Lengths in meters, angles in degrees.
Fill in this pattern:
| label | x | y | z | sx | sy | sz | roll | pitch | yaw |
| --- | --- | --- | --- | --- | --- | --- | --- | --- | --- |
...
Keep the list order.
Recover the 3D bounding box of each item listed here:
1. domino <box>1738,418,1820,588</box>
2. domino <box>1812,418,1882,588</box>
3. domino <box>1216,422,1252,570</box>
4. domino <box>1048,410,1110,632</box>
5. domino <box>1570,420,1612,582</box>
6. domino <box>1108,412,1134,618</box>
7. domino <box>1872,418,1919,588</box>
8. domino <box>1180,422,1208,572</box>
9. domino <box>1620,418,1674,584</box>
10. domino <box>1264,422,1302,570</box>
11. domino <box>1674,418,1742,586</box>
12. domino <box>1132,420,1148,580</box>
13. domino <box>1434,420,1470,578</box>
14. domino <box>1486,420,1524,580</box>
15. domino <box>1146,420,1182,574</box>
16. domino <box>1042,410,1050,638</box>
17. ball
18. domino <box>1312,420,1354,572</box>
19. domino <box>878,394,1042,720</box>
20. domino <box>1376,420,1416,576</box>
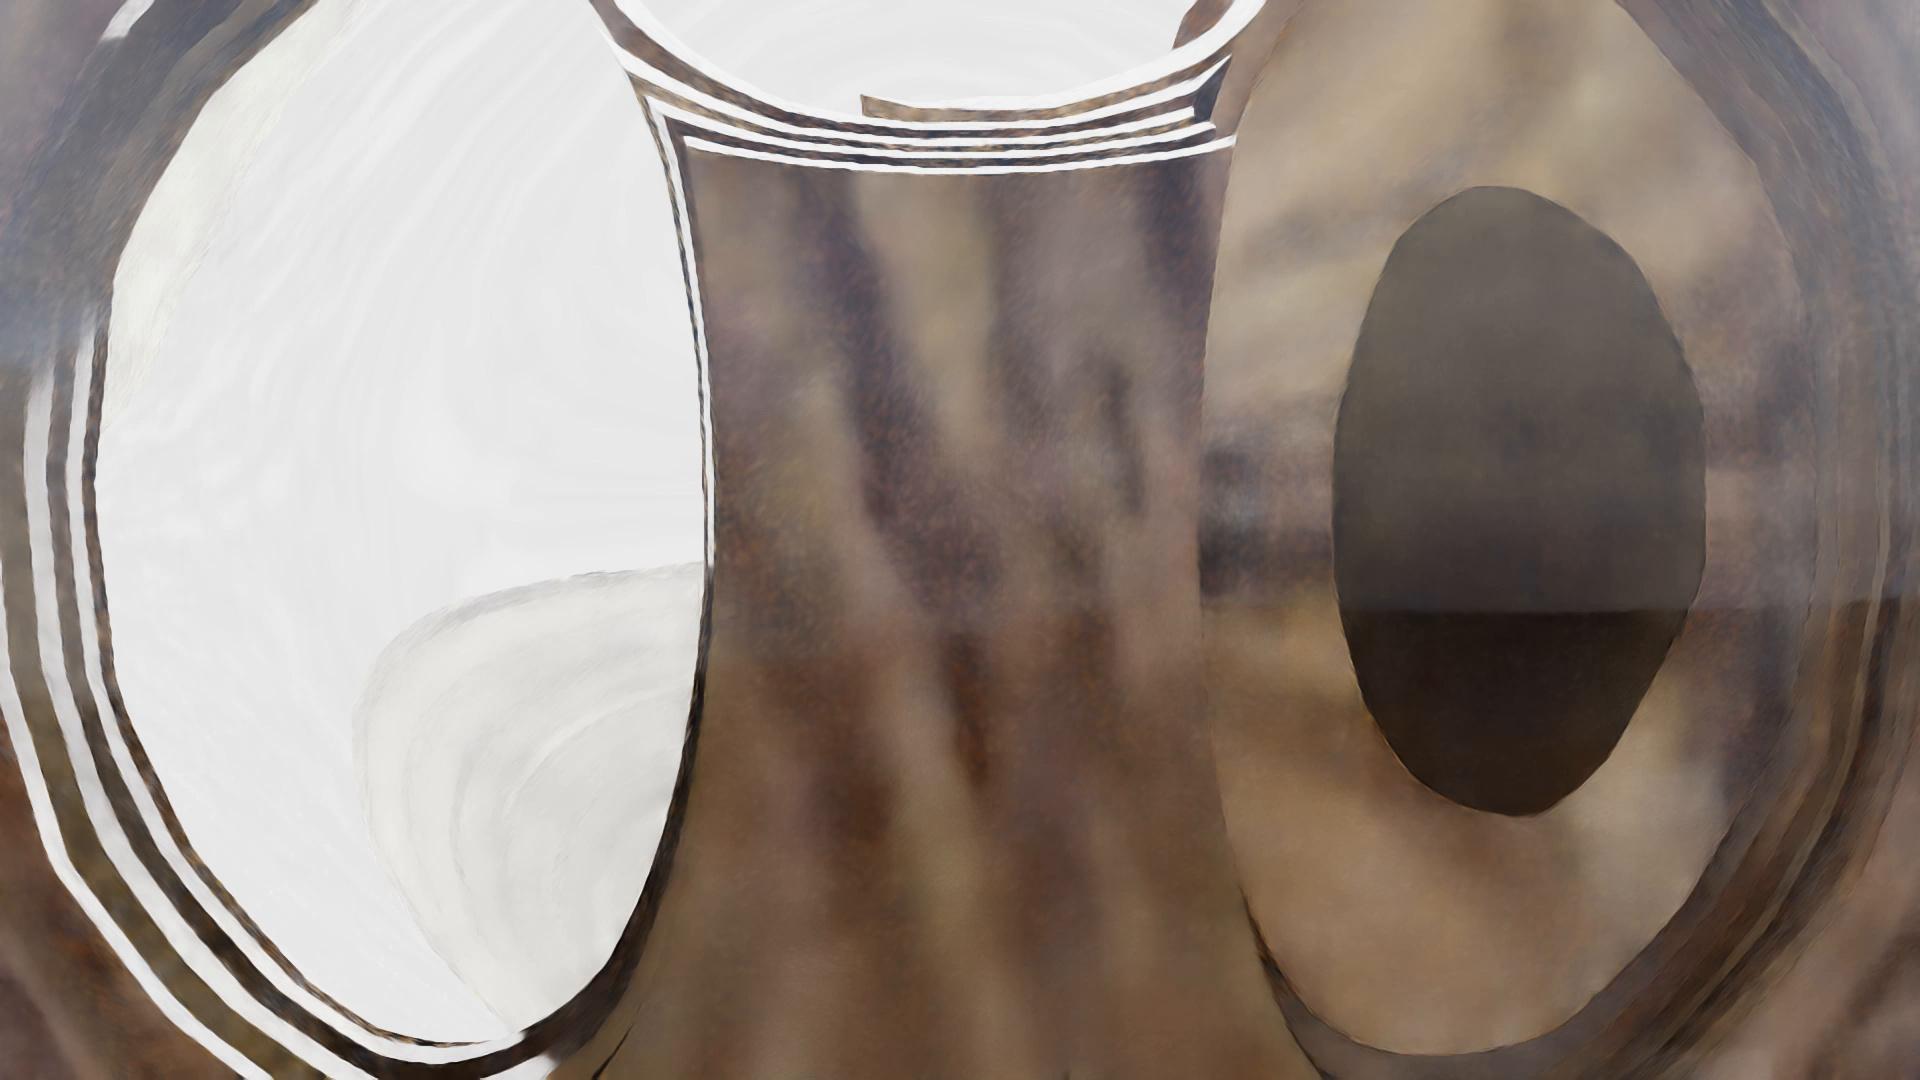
| label | x | y | z | sx | sy | sz | roll | pitch | yaw |
| --- | --- | --- | --- | --- | --- | --- | --- | --- | --- |
| domino | 0.249 | -0.012 | 0.391 | 0.010 | 0.050 | 0.025 | 1 | 4 | 8 |
| domino | 0.265 | -0.012 | 0.389 | 0.009 | 0.050 | 0.025 | 0 | 4 | 1 |
| domino | 0.095 | -0.016 | 0.446 | 0.009 | 0.050 | 0.025 | 1 | 4 | 8 |
| domino | 0.022 | -0.005 | 0.300 | 0.025 | 0.050 | 0.010 | 4 | 6 | 44 |
| domino | 0.199 | -0.013 | 0.405 | 0.009 | 0.050 | 0.025 | 2 | 5 | 23 |
| domino | 0.030 | -0.006 | 0.318 | 0.025 | 0.050 | 0.009 | 1 | 4 | 8 |
| domino | 0.282 | -0.012 | 0.390 | 0.009 | 0.050 | 0.025 | -1 | 4 | -7 |
| domino | 0.072 | -0.015 | 0.441 | 0.009 | 0.050 | 0.025 | -3 | 5 | -36 |
| domino | 0.214 | -0.012 | 0.400 | 0.009 | 0.050 | 0.025 | 2 | 5 | 21 |
| domino | 0.112 | -0.016 | 0.442 | 0.010 | 0.050 | 0.025 | 2 | 5 | 19 |
| domino | 0.230 | -0.012 | 0.394 | 0.010 | 0.050 | 0.025 | 1 | 4 | 14 |
| domino | 0.046 | -0.013 | 0.410 | 0.025 | 0.050 | 0.009 | 3 | 5 | 32 |
| domino | 0.162 | -0.014 | 0.421 | 0.009 | 0.050 | 0.025 | 2 | 5 | 21 |
| domino | 0.177 | -0.014 | 0.415 | 0.010 | 0.050 | 0.025 | 2 | 5 | 23 |
| domino | 0.061 | -0.015 | 0.429 | 0.025 | 0.050 | 0.009 | 4 | 6 | 39 |
| domino | 0.007 | -0.004 | 0.287 | 0.025 | 0.050 | 0.009 | 4 | 6 | 43 |
| ball | 0.000 | -0.002 | 0.056 | 0.080 | 0.080 | 0.080 | 0 | 4 | 0 |
| domino | 0.127 | -0.015 | 0.436 | 0.010 | 0.050 | 0.025 | 2 | 5 | 23 |
| domino | 0.000 | 0.002 | 0.201 | 0.025 | 0.050 | 0.009 | 0 | 4 | 0 |
| domino | 0.146 | -0.015 | 0.428 | 0.010 | 0.050 | 0.025 | 2 | 5 | 23 |
